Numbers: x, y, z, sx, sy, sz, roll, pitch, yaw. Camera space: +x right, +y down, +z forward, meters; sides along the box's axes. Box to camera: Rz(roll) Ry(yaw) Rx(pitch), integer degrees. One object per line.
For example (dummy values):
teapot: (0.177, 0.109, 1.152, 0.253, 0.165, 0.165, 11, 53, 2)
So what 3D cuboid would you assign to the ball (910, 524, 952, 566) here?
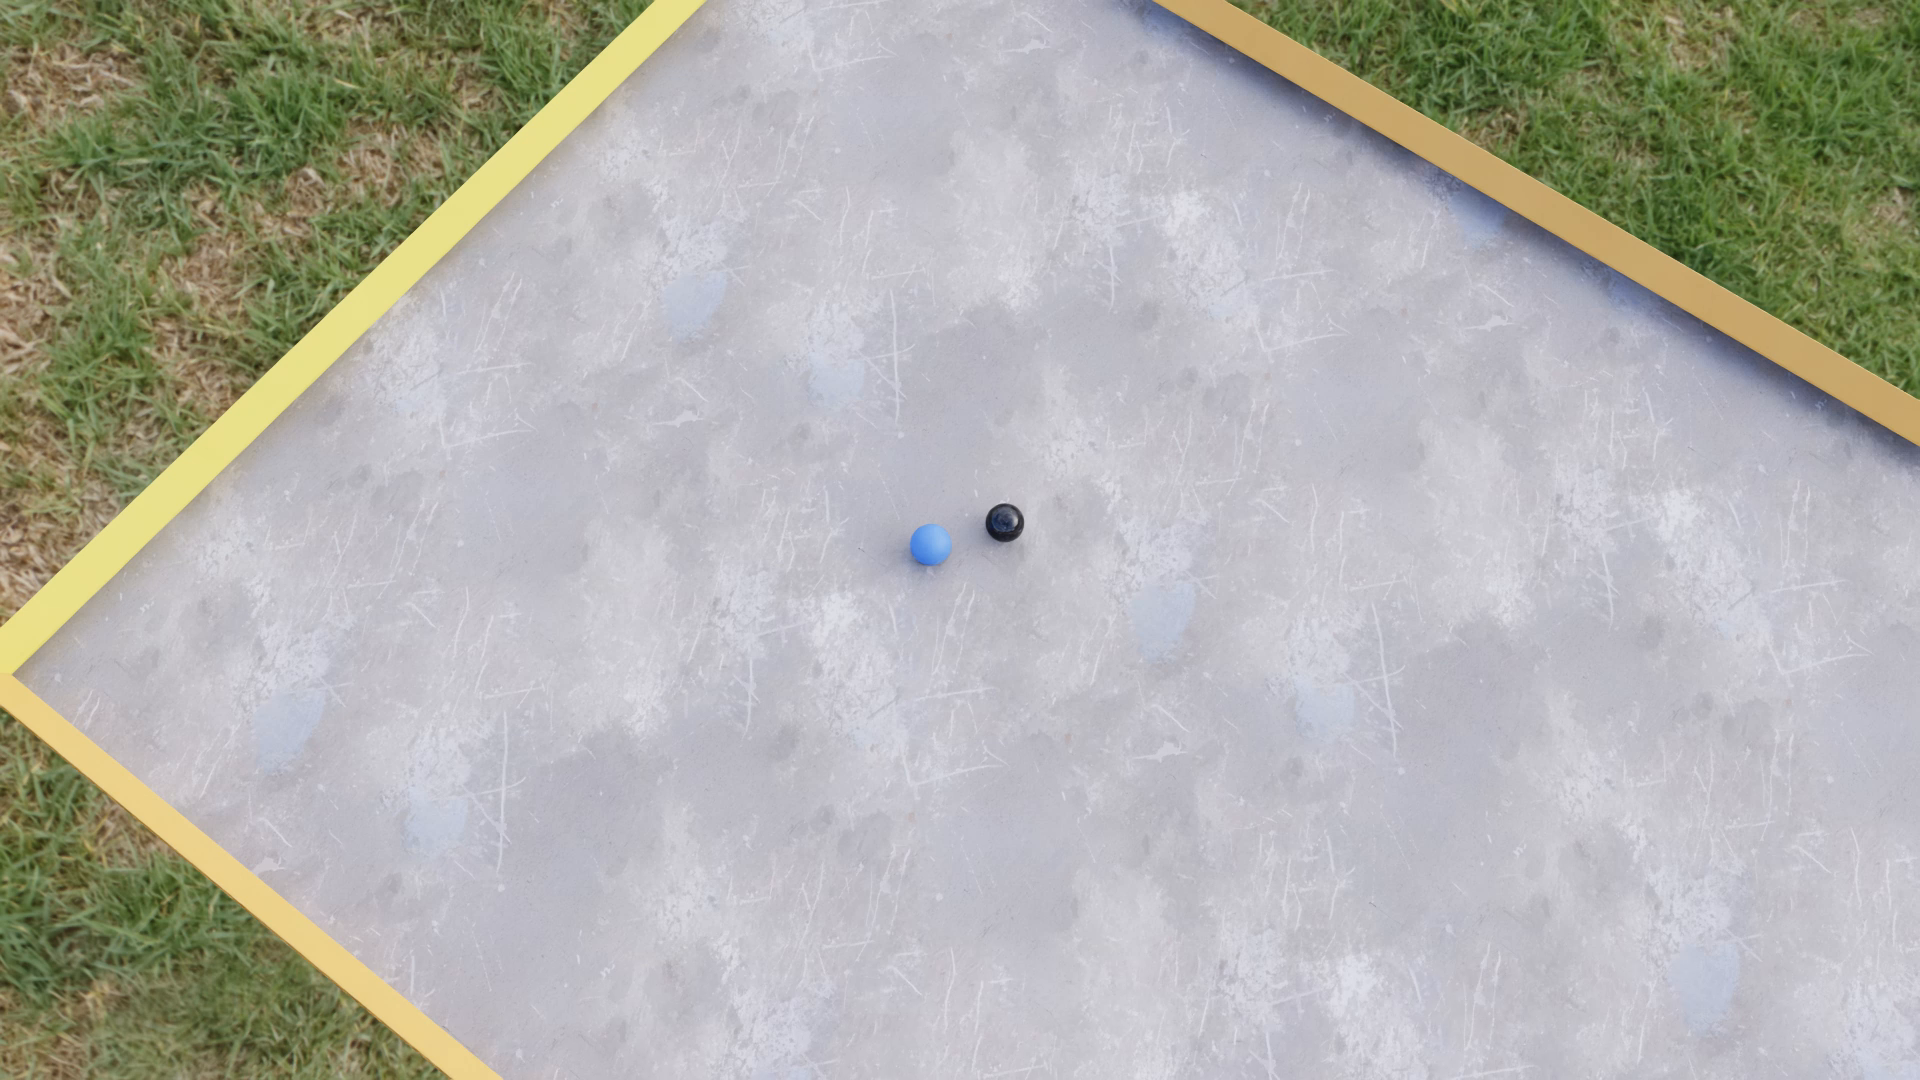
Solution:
ball: (-0.048, 0.008, 3.605, 0.069, 0.069, 0.069, 0, 64, 0)

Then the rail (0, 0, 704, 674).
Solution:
rail: (-0.855, -0.588, 3.888, 0.045, 0.089, 2.305, 34, 68, 16)

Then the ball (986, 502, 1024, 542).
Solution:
ball: (0.074, -0.029, 3.625, 0.065, 0.065, 0.065, 0, 64, 0)

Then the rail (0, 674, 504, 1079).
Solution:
rail: (0.191, 1.396, 2.906, 4.393, 0.089, 0.045, 34, 68, 16)

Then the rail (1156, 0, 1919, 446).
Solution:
rail: (1.558, -0.215, 3.703, 4.393, 0.089, 0.045, 34, 68, 16)
